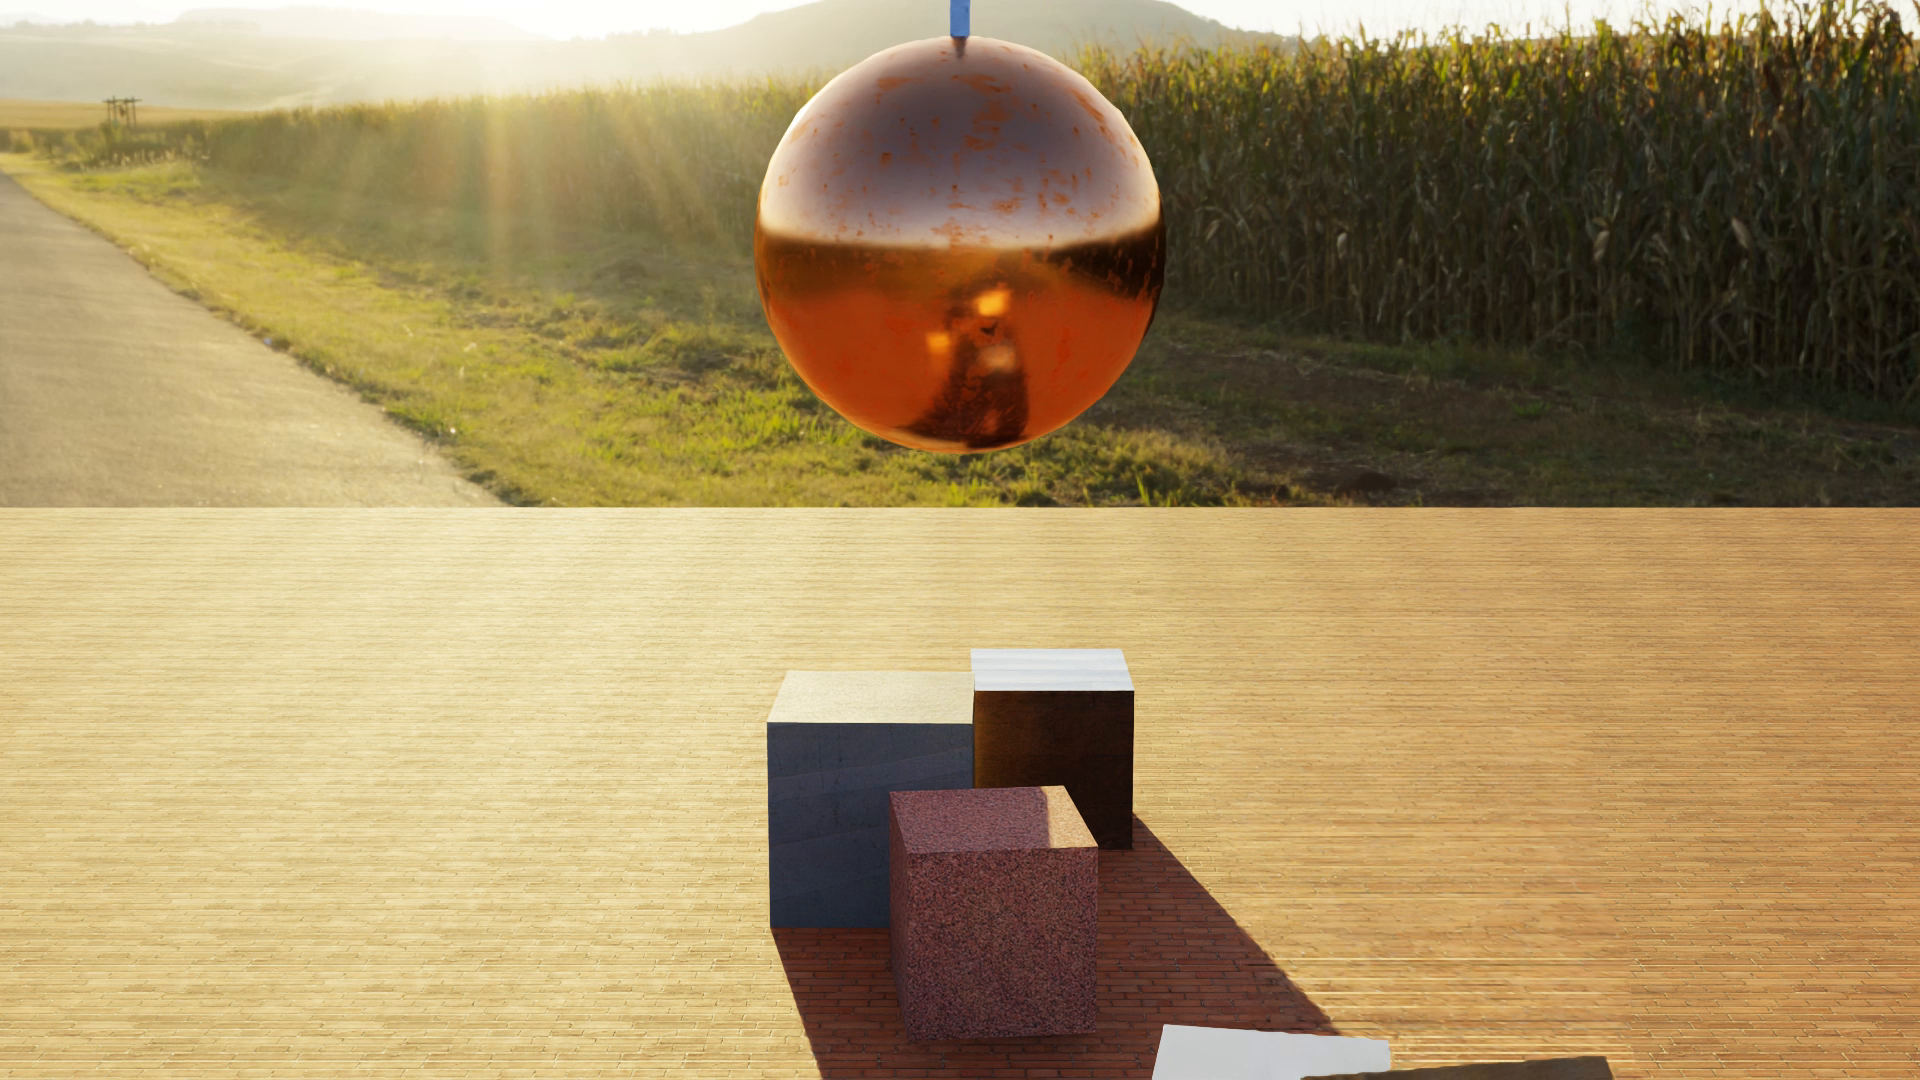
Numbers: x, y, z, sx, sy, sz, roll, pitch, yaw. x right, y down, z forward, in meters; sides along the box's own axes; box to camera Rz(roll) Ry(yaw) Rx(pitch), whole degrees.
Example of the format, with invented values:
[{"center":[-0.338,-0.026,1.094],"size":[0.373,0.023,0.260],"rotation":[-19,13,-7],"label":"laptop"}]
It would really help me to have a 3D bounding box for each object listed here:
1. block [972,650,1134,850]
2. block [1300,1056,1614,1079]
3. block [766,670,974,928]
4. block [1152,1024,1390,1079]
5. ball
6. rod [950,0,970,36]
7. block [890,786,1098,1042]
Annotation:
[{"center":[0.461,1.068,11.390],"size":[0.804,0.823,0.891],"rotation":[0,10,0],"label":"block"},{"center":[1.124,1.631,4.809],"size":[0.679,0.663,0.670],"rotation":[-4,38,-1],"label":"block"},{"center":[-0.393,1.196,10.314],"size":[0.912,0.957,0.958],"rotation":[0,10,1],"label":"block"},{"center":[0.965,1.982,6.879],"size":[0.726,0.639,0.715],"rotation":[2,10,10],"label":"block"},{"center":[0.000,-1.135,8.517],"size":[1.600,1.600,1.600],"rotation":[0,10,0],"label":"ball"},{"center":[0.000,-4.441,9.308],"size":[0.080,5.200,0.080],"rotation":[0,-13,0],"label":"rod"},{"center":[0.121,1.517,9.058],"size":[0.752,0.774,0.827],"rotation":[-1,10,-7],"label":"block"}]
